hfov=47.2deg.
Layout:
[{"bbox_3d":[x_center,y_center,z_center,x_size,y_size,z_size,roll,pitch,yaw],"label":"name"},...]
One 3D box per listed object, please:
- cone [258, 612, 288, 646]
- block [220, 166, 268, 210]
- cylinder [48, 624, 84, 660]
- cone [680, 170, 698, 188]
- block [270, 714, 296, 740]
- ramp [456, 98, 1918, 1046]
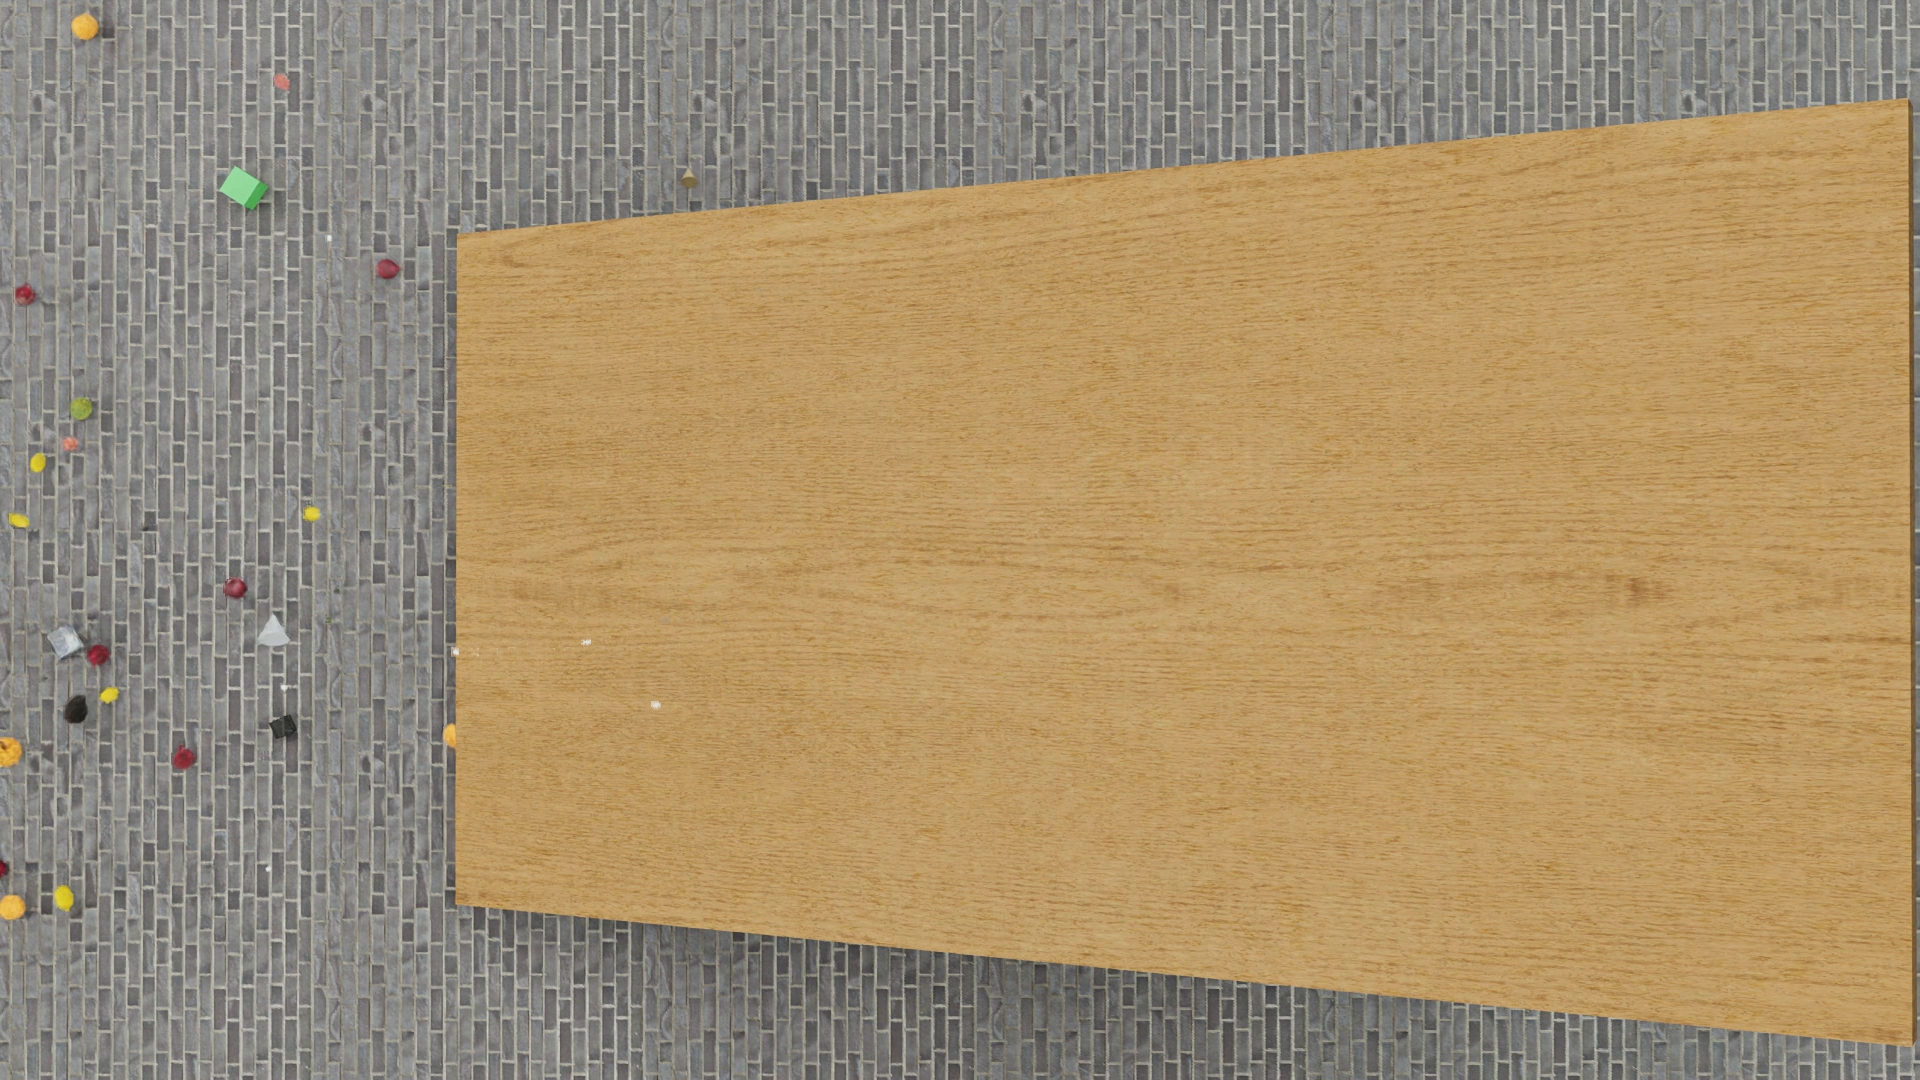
[{"bbox_3d":[-2.070,0.259,6.626,0.090,0.090,0.090,-9,63,0],"label":"cone"},{"bbox_3d":[-2.154,-1.058,6.617,0.087,0.087,0.087,33,90,0],"label":"block"},{"bbox_3d":[-2.685,0.307,6.607,0.077,0.077,0.077,-31,89,0],"label":"cylinder"},{"bbox_3d":[-0.821,-1.103,6.649,0.052,0.052,0.052,-8,63,0],"label":"cone"},{"bbox_3d":[-2.036,0.563,6.617,0.053,0.053,0.053,-25,89,0],"label":"block"},{"bbox_3d":[0.274,0.076,5.641,4.000,0.100,2.000,0,89,29],"label":"ramp"}]
